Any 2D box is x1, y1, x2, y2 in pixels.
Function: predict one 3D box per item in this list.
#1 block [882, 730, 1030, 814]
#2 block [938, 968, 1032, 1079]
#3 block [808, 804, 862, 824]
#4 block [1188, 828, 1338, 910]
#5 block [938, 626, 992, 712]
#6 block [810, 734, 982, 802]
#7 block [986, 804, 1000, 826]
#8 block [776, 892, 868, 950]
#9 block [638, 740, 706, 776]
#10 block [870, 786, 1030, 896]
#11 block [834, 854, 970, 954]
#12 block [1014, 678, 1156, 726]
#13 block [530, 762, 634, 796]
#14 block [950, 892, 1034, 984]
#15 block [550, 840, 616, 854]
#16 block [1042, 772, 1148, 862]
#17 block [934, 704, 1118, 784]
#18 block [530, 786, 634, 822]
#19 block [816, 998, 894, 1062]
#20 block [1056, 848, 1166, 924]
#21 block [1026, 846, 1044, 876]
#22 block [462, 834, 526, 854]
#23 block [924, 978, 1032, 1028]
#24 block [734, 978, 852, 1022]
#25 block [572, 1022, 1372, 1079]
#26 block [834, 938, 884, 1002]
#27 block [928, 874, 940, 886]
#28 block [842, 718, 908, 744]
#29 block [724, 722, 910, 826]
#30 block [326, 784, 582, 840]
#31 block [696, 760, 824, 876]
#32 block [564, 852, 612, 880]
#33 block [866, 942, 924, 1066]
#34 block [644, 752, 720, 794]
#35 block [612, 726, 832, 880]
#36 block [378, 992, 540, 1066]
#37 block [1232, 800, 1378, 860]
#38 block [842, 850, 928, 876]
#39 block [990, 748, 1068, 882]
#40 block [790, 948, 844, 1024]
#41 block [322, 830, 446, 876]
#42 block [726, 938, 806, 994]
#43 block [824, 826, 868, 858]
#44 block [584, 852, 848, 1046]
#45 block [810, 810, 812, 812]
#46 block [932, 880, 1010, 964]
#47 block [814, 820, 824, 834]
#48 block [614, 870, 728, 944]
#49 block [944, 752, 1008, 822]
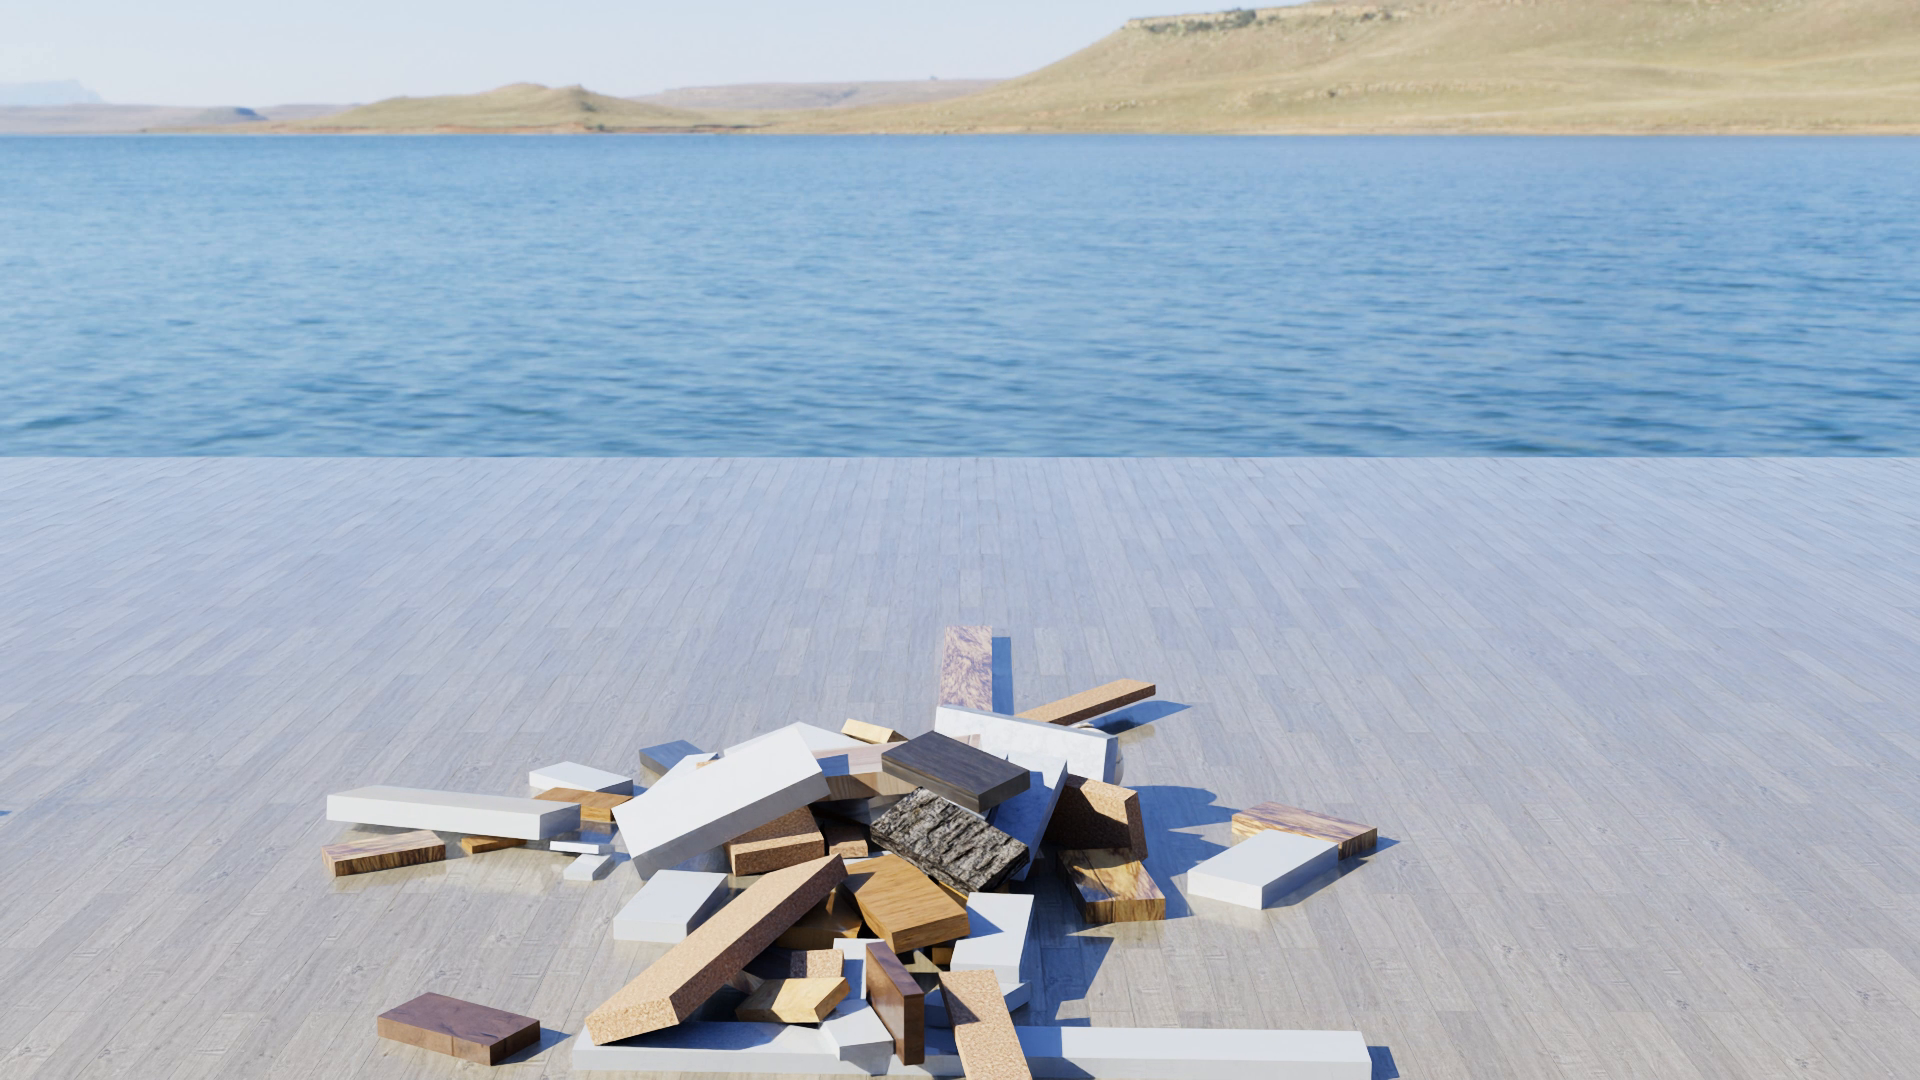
[{"bbox_3d":[-0.008,0.388,3.703,0.119,0.034,0.238,-21,27,-39],"label":"block"},{"bbox_3d":[0.055,0.703,2.806,0.077,0.022,0.595,-2,18,-9],"label":"block"},{"bbox_3d":[-0.234,0.478,4.094,0.232,0.033,0.116,4,19,41],"label":"block"},{"bbox_3d":[0.518,0.557,3.739,0.139,0.039,0.277,8,13,35],"label":"block"},{"bbox_3d":[0.013,0.349,4.875,0.116,0.033,1.299,0,11,1],"label":"block"},{"bbox_3d":[-0.120,0.407,3.928,0.314,0.044,0.157,-6,13,5],"label":"block"},{"bbox_3d":[-0.006,0.474,3.648,0.111,0.031,0.222,0,21,10],"label":"block"},{"bbox_3d":[-0.209,0.596,3.441,0.119,0.034,0.238,7,5,3],"label":"block"},{"bbox_3d":[-0.494,0.453,4.214,0.095,0.027,0.518,-11,11,-24],"label":"block"},{"bbox_3d":[-0.017,0.487,3.527,0.238,0.034,0.119,25,46,36],"label":"block"},{"bbox_3d":[-0.098,0.560,3.418,0.119,0.034,0.369,-12,10,-16],"label":"block"},{"bbox_3d":[0.106,0.390,4.497,0.085,0.024,0.926,8,13,38],"label":"block"},{"bbox_3d":[-0.732,0.468,4.251,0.191,0.027,0.095,9,14,39],"label":"block"},{"bbox_3d":[0.050,0.595,3.302,0.099,0.028,0.241,1,16,7],"label":"block"},{"bbox_3d":[-0.661,0.538,3.854,0.102,0.014,0.051,0,-5,27],"label":"block"},{"bbox_3d":[0.212,0.482,3.881,0.259,0.130,0.037,10,29,44],"label":"block"},{"bbox_3d":[0.114,0.420,4.049,0.353,0.176,0.050,9,6,29],"label":"block"},{"bbox_3d":[-0.707,0.494,4.118,0.170,0.024,0.085,4,11,22],"label":"block"},{"bbox_3d":[-0.147,0.671,3.016,0.075,0.021,0.150,-3,11,-17],"label":"block"},{"bbox_3d":[0.248,0.573,3.660,0.130,0.037,0.259,-2,11,-8],"label":"block"},{"bbox_3d":[0.047,0.498,3.832,0.130,0.037,0.259,-3,29,-16],"label":"block"},{"bbox_3d":[-0.829,0.537,3.916,0.102,0.014,0.051,-7,12,-32],"label":"block"},{"bbox_3d":[0.018,0.657,3.134,0.102,0.029,0.204,2,2,22],"label":"block"},{"bbox_3d":[-0.235,0.646,3.086,0.154,0.022,0.077,-11,17,39],"label":"block"},{"bbox_3d":[0.015,0.698,3.008,1.075,0.029,0.102,0,11,2],"label":"block"},{"bbox_3d":[-0.151,0.640,3.216,0.075,0.021,0.150,1,29,1],"label":"block"},{"bbox_3d":[0.005,0.553,3.576,0.111,0.031,0.222,-2,30,5],"label":"block"},{"bbox_3d":[-0.137,0.386,4.167,0.103,0.029,0.207,33,-13,-23],"label":"block"},{"bbox_3d":[-0.236,0.432,4.108,0.176,0.050,0.484,-18,17,-35],"label":"block"},{"bbox_3d":[-0.918,0.493,3.992,0.428,0.044,0.157,3,1,17],"label":"block"},{"bbox_3d":[-0.357,0.480,3.899,0.157,0.044,0.314,-7,26,-17],"label":"block"},{"bbox_3d":[-0.640,0.561,3.784,0.051,0.014,0.102,2,11,10],"label":"block"},{"bbox_3d":[-0.090,0.632,3.011,0.028,0.099,0.199,-3,11,-17],"label":"block"},{"bbox_3d":[-0.530,0.456,4.114,0.085,0.024,0.170,-10,22,40],"label":"block"},{"bbox_3d":[-0.417,0.455,3.827,0.353,0.050,0.176,-24,28,-10],"label":"block"},{"bbox_3d":[-0.703,0.684,3.082,0.207,0.029,0.104,6,12,29],"label":"block"},{"bbox_3d":[0.618,0.521,3.952,0.232,0.033,0.116,10,14,42],"label":"block"},{"bbox_3d":[-0.130,0.559,3.777,0.159,0.023,0.080,-3,11,-17],"label":"block"},{"bbox_3d":[0.081,0.467,3.772,0.139,0.039,0.277,7,36,17],"label":"block"},{"bbox_3d":[-0.208,0.647,3.162,0.075,0.021,0.150,-5,28,3],"label":"block"},{"bbox_3d":[-1.005,0.545,3.836,0.191,0.027,0.095,-6,12,-29],"label":"block"},{"bbox_3d":[-0.299,0.639,3.311,0.119,0.034,0.238,-9,14,-41],"label":"block"},{"bbox_3d":[-0.202,0.531,3.867,0.064,0.018,0.194,-3,3,-7],"label":"block"},{"bbox_3d":[-0.344,0.592,3.241,0.139,0.039,0.605,-19,4,22],"label":"block"},{"bbox_3d":[-0.336,0.504,3.962,0.128,0.018,0.064,0,10,19],"label":"block"},{"bbox_3d":[0.019,0.583,3.445,0.111,0.031,0.222,1,28,3],"label":"block"},{"bbox_3d":[-0.296,0.532,3.918,0.080,0.023,0.159,1,11,8],"label":"block"},{"bbox_3d":[-0.466,0.592,3.564,0.119,0.034,0.238,2,11,10],"label":"block"},{"bbox_3d":[0.014,0.414,3.720,0.099,0.028,0.199,2,21,13],"label":"block"}]
